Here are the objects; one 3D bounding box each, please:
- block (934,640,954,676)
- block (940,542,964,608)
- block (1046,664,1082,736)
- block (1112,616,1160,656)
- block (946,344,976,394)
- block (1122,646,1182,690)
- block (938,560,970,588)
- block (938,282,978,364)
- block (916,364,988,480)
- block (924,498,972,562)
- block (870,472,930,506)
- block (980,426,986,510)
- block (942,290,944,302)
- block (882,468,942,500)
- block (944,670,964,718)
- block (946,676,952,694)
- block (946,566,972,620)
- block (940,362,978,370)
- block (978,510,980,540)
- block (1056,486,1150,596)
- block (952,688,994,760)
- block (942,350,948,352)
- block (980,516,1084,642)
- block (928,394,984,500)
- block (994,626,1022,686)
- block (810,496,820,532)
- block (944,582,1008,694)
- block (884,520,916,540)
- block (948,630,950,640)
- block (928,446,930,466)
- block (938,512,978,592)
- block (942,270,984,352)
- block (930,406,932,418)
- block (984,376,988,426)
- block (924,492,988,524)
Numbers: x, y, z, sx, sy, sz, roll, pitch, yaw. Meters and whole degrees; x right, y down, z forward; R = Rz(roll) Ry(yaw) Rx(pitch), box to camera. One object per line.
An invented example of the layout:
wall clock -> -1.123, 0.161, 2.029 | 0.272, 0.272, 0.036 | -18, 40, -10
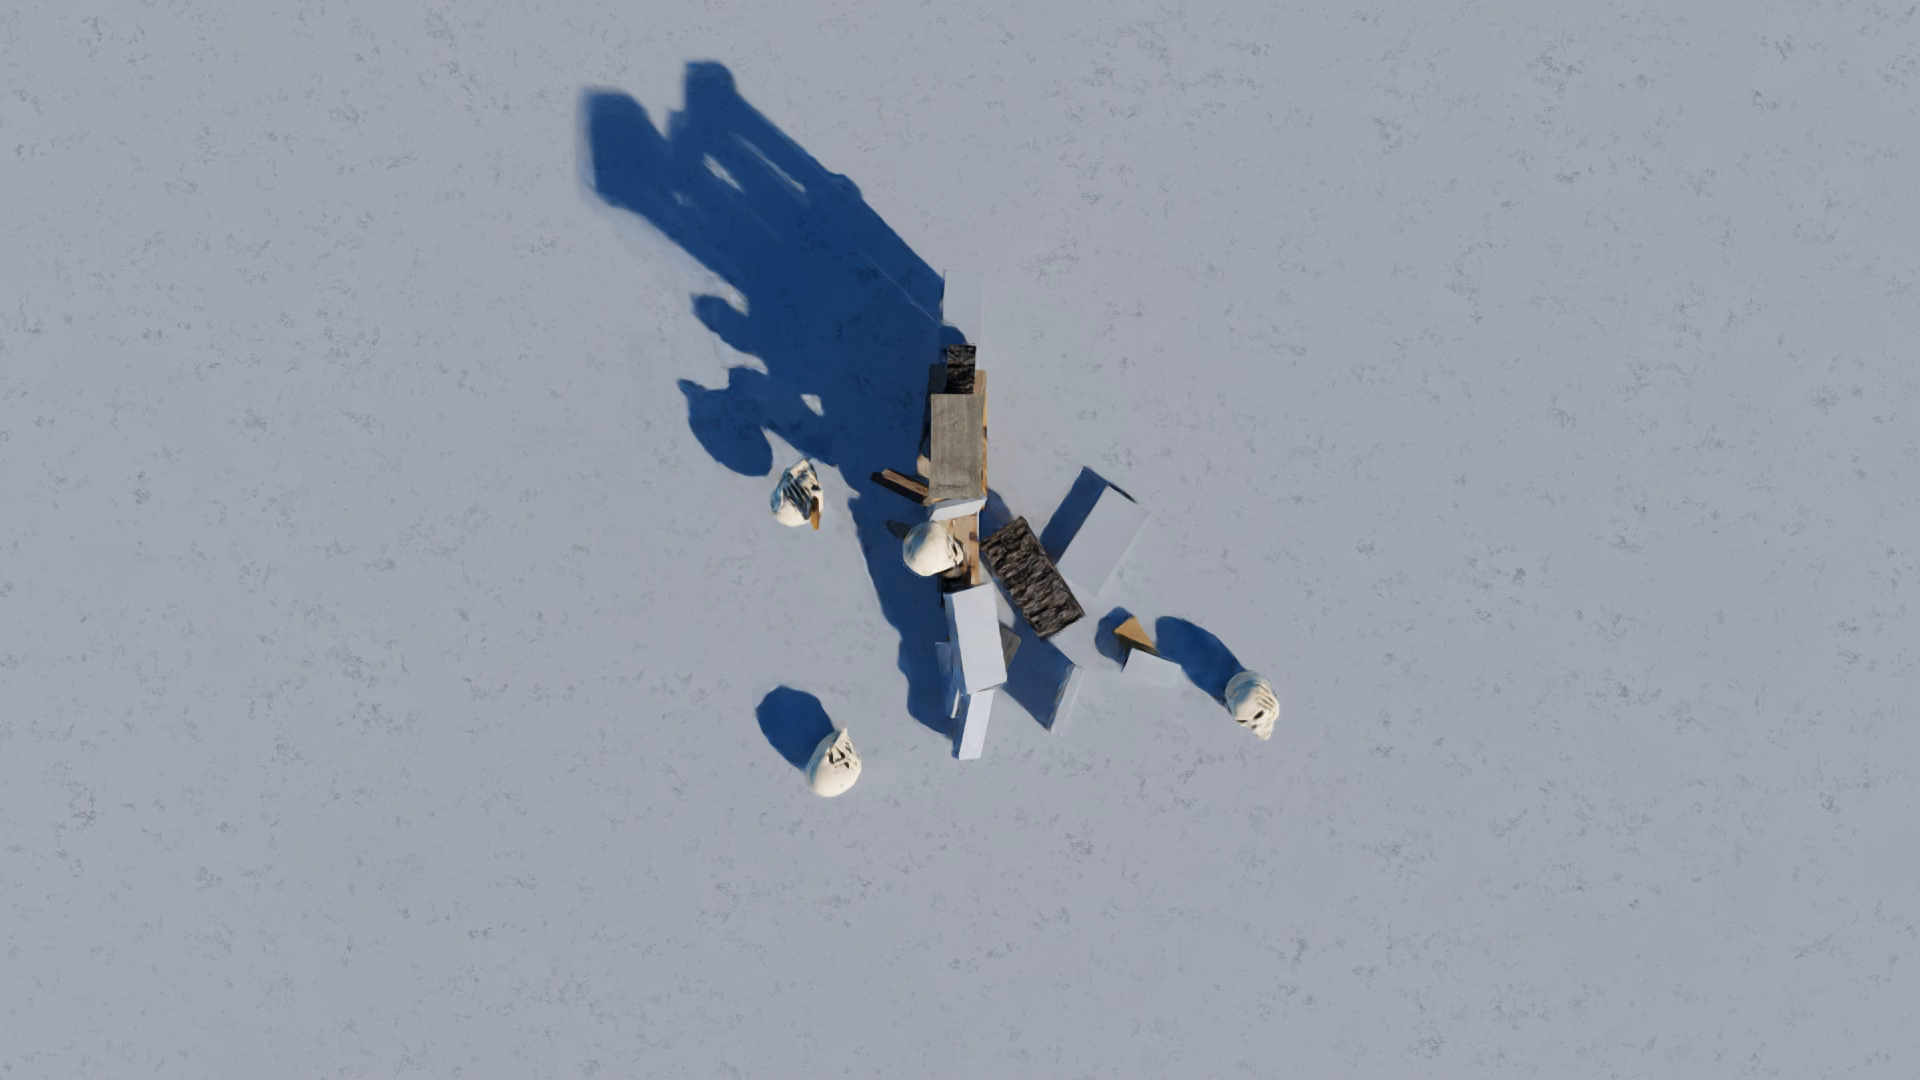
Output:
block -> -0.041, 0.388, 5.422 | 0.063, 0.018, 0.126 | -10, 119, 0
block -> -0.026, 0.114, 5.335 | 0.059, 0.017, 0.220 | -1, 113, -14
block -> 0.342, 0.528, 5.441 | 0.033, 0.115, 0.230 | 20, 90, -5
block -> 0.590, 0.353, 5.486 | 0.089, 0.025, 0.177 | -33, 91, 0
block -> 0.002, -0.499, 4.919 | 0.083, 0.023, 0.166 | 3, 93, 0
block -> 0.634, 0.425, 5.460 | 0.177, 0.025, 0.089 | 20, 97, -7
block -> -0.010, 0.159, 5.396 | 0.091, 0.026, 0.182 | -12, 97, 2
block -> -0.003, -0.689, 5.231 | 0.125, 0.035, 0.249 | 1, 90, 0
block -> -0.027, -0.360, 5.138 | 0.179, 0.051, 0.357 | 8, 97, -1
block -> -0.033, -0.070, 5.302 | 0.135, 0.038, 0.271 | 5, 109, -4
block -> -0.184, -0.159, 5.126 | 0.183, 0.091, 0.026 | 27, 96, 11
block -> -0.004, -0.231, 5.344 | 0.179, 0.357, 0.051 | 0, 52, 0
block -> 0.003, -0.753, 5.095 | 0.117, 0.233, 0.033 | 0, 96, 0
block -> -0.144, -0.171, 5.101 | 0.183, 0.091, 0.026 | 25, 97, 14
block -> 0.015, 0.468, 5.434 | 0.033, 0.115, 0.230 | 14, 94, 33
block -> -0.012, 0.448, 5.475 | 0.063, 0.018, 0.126 | 4, 105, 0
block -> -0.004, 0.178, 5.451 | 0.091, 0.026, 0.182 | -2, 114, 0
block -> -0.003, -0.585, 5.374 | 0.125, 0.249, 0.035 | 0, 81, 0
block -> -0.006, -0.110, 5.393 | 0.135, 0.038, 0.271 | -1, 133, 0
block -> 0.468, 0.004, 5.476 | 0.166, 0.047, 0.332 | 33, 90, 0
block -> 0.041, 0.605, 5.434 | 0.033, 0.115, 0.230 | 16, 97, 38
block -> 0.001, -0.610, 5.096 | 0.117, 0.233, 0.033 | 0, 91, 0
block -> 0.238, 0.128, 5.452 | 0.166, 0.047, 0.388 | -33, 90, 18
block -> -0.010, -0.271, 4.790 | 0.151, 0.043, 0.302 | 2, 95, -1
block -> 0.127, 0.385, 5.460 | 0.089, 0.025, 0.177 | 30, 82, -24
block -> -0.461, -0.083, 5.258 | 0.017, 0.118, 0.059 | 4, 62, 2
block -> 0.050, 0.317, 5.361 | 0.166, 0.047, 0.332 | -15, 100, -35
block -> -0.190, -0.030, 5.290 | 0.017, 0.118, 0.059 | -44, 65, 19
block -> 0.009, 0.271, 5.457 | 0.091, 0.026, 0.182 | 4, 110, 0
block -> -0.017, -0.232, 4.971 | 0.151, 0.302, 0.043 | -1, 105, -2
block -> -0.008, 0.041, 5.425 | 0.135, 0.038, 0.271 | -1, 115, 0
block -> 0.008, -0.689, 4.962 | 0.117, 0.033, 0.233 | 3, 91, 0
block -> -0.012, -0.390, 4.954 | 0.151, 0.302, 0.043 | 7, 99, -2
block -> -0.004, -0.422, 5.325 | 0.179, 0.357, 0.051 | 0, 68, 0
block -> -0.013, -0.102, 5.185 | 0.183, 0.091, 0.026 | -13, 68, -26
